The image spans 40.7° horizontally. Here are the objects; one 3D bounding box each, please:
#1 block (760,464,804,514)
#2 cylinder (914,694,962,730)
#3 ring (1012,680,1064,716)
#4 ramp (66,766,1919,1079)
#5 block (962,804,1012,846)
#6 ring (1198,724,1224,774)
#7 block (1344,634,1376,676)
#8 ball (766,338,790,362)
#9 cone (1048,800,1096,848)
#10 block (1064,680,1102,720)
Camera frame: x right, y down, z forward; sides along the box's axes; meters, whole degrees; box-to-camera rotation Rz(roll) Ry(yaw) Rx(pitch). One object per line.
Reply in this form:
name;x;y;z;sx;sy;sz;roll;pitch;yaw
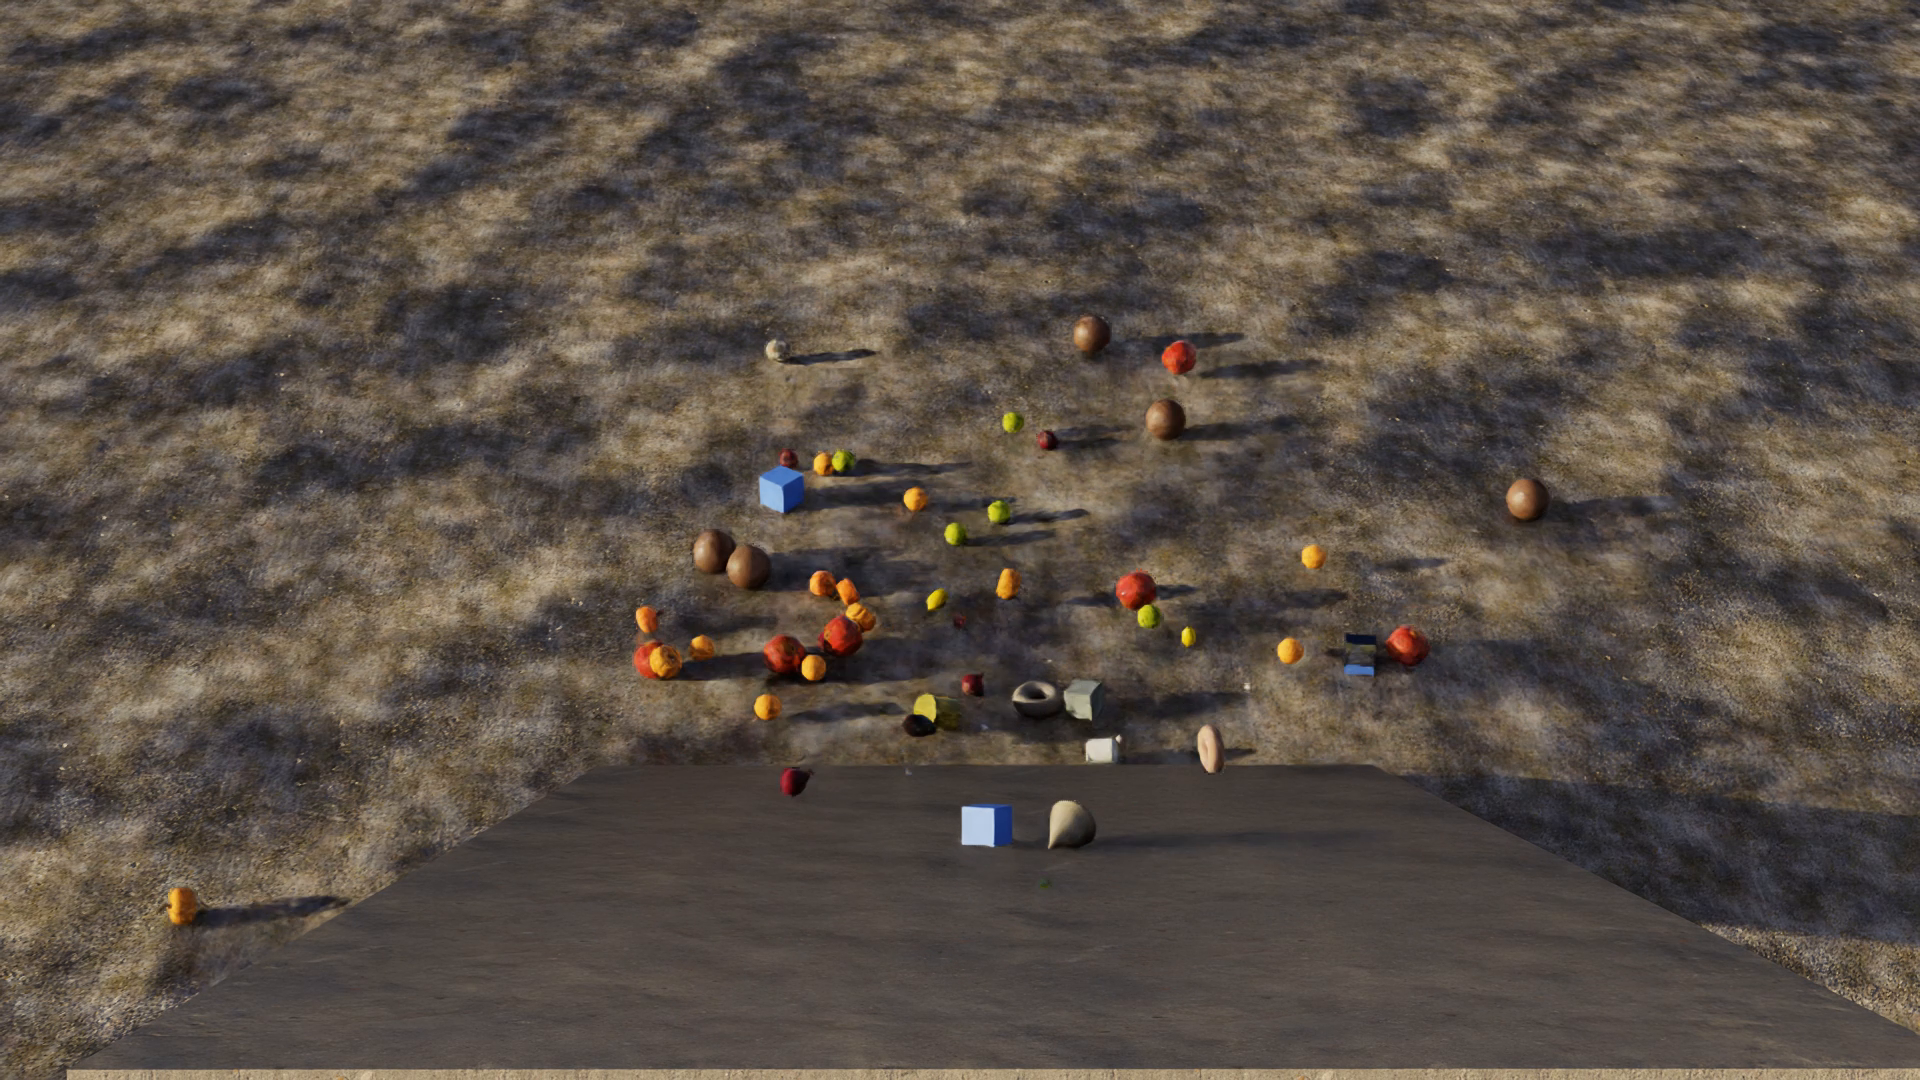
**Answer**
block;-0.548;-0.157;7.985;0.096;0.096;0.096;23;38;33
cylinder;-0.059;0.461;6.941;0.091;0.091;0.091;12;18;-41
ring;0.213;0.433;7.061;0.142;0.047;0.142;0;30;0
ramp;0.070;0.617;4.694;2.000;0.100;4.000;0;0;0
block;0.050;0.533;4.851;0.069;0.069;0.069;0;-1;29
ring;0.619;0.514;6.385;0.041;0.122;0.122;-7;32;-11
block;1.115;0.319;7.215;0.081;0.081;0.081;4;31;7
ball;-0.617;-0.643;8.798;0.083;0.083;0.083;0;31;0
cone;0.186;0.543;4.761;0.096;0.096;0.096;17;33;26
block;0.334;0.431;6.999;0.076;0.076;0.076;6;27;25
